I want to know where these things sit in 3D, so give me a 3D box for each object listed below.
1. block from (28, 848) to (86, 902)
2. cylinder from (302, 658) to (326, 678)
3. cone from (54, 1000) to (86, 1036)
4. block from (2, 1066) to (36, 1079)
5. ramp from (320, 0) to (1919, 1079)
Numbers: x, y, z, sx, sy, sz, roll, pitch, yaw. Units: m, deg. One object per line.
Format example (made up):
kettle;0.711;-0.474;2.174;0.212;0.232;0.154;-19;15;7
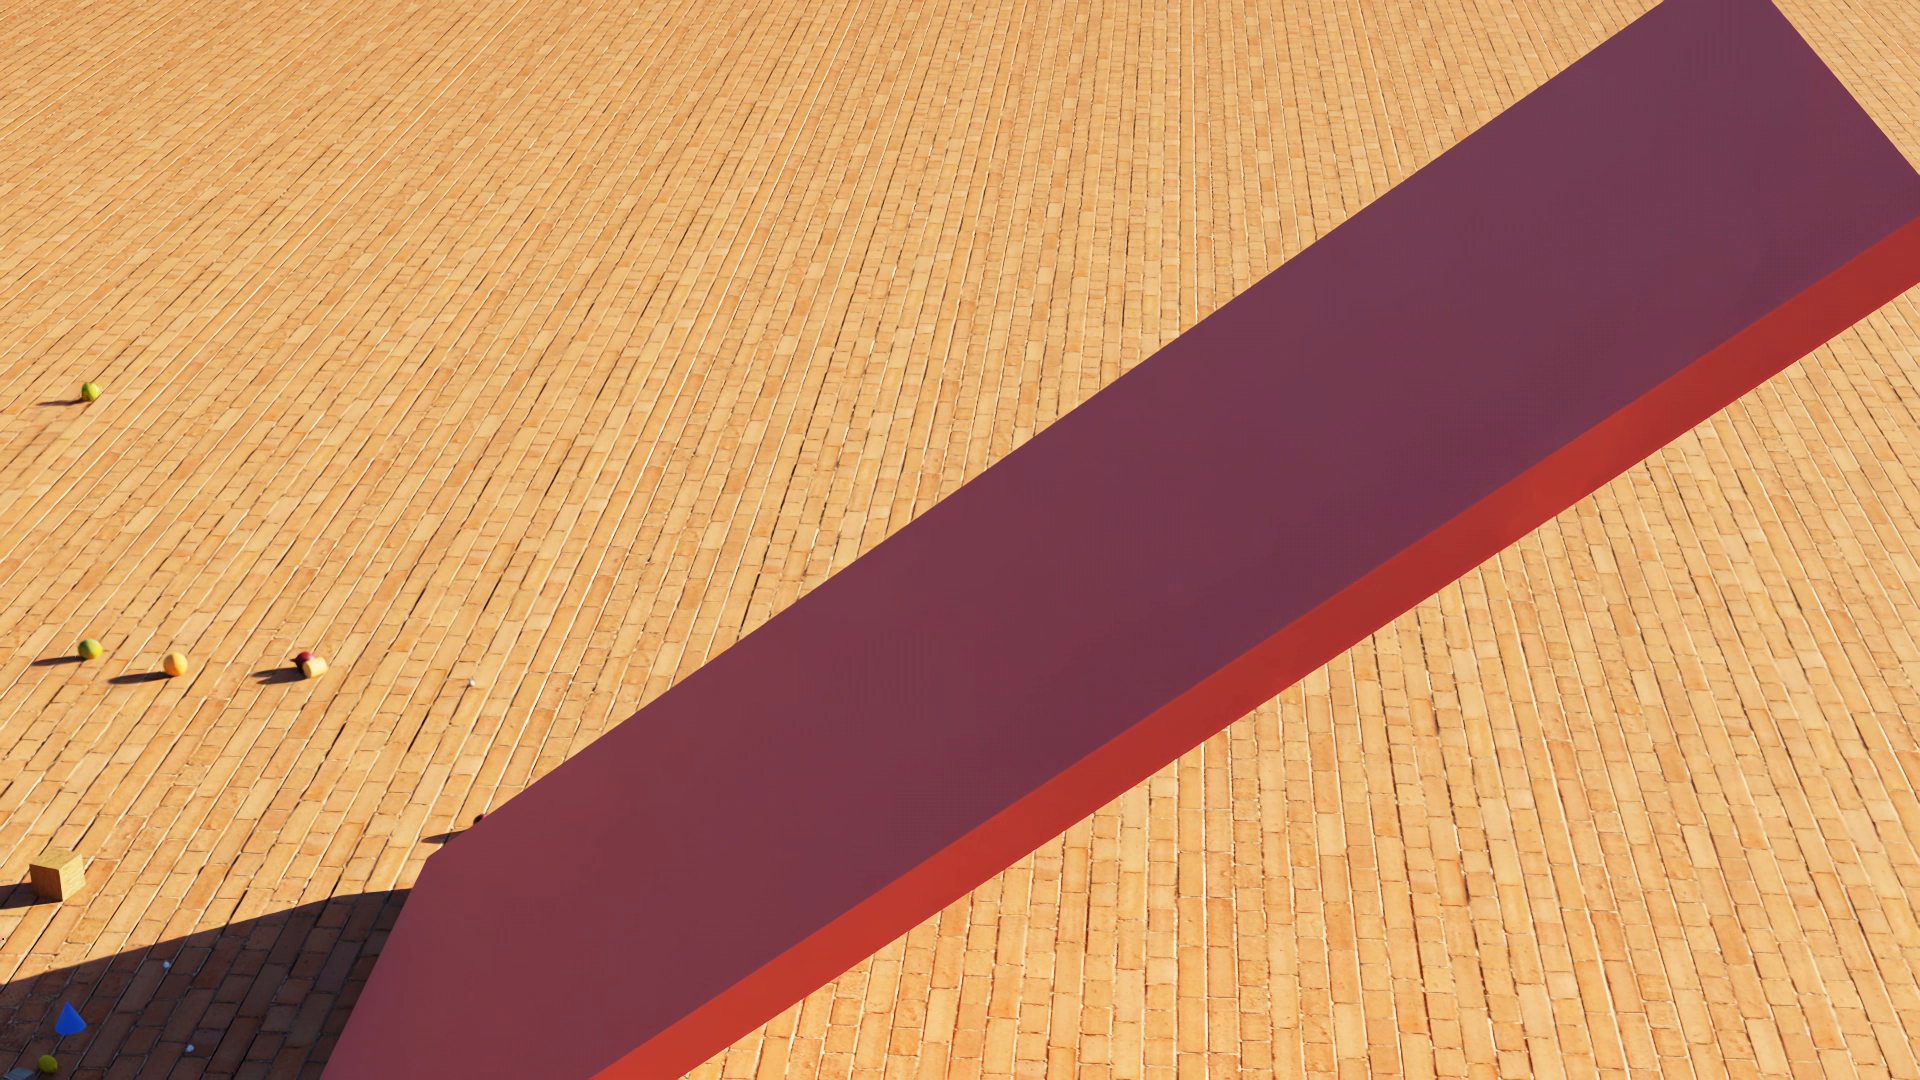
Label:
block;-2.389;0.884;7.782;0.096;0.096;0.096;8;24;19
cylinder;-1.978;0.391;9.015;0.052;0.052;0.052;-18;28;-41
cone;-2.172;1.154;7.166;0.075;0.075;0.075;0;23;0
block;-2.207;1.276;6.906;0.051;0.051;0.051;13;26;28
ramp;0.128;0.180;6.324;4.000;0.100;2.000;-34;16;17
